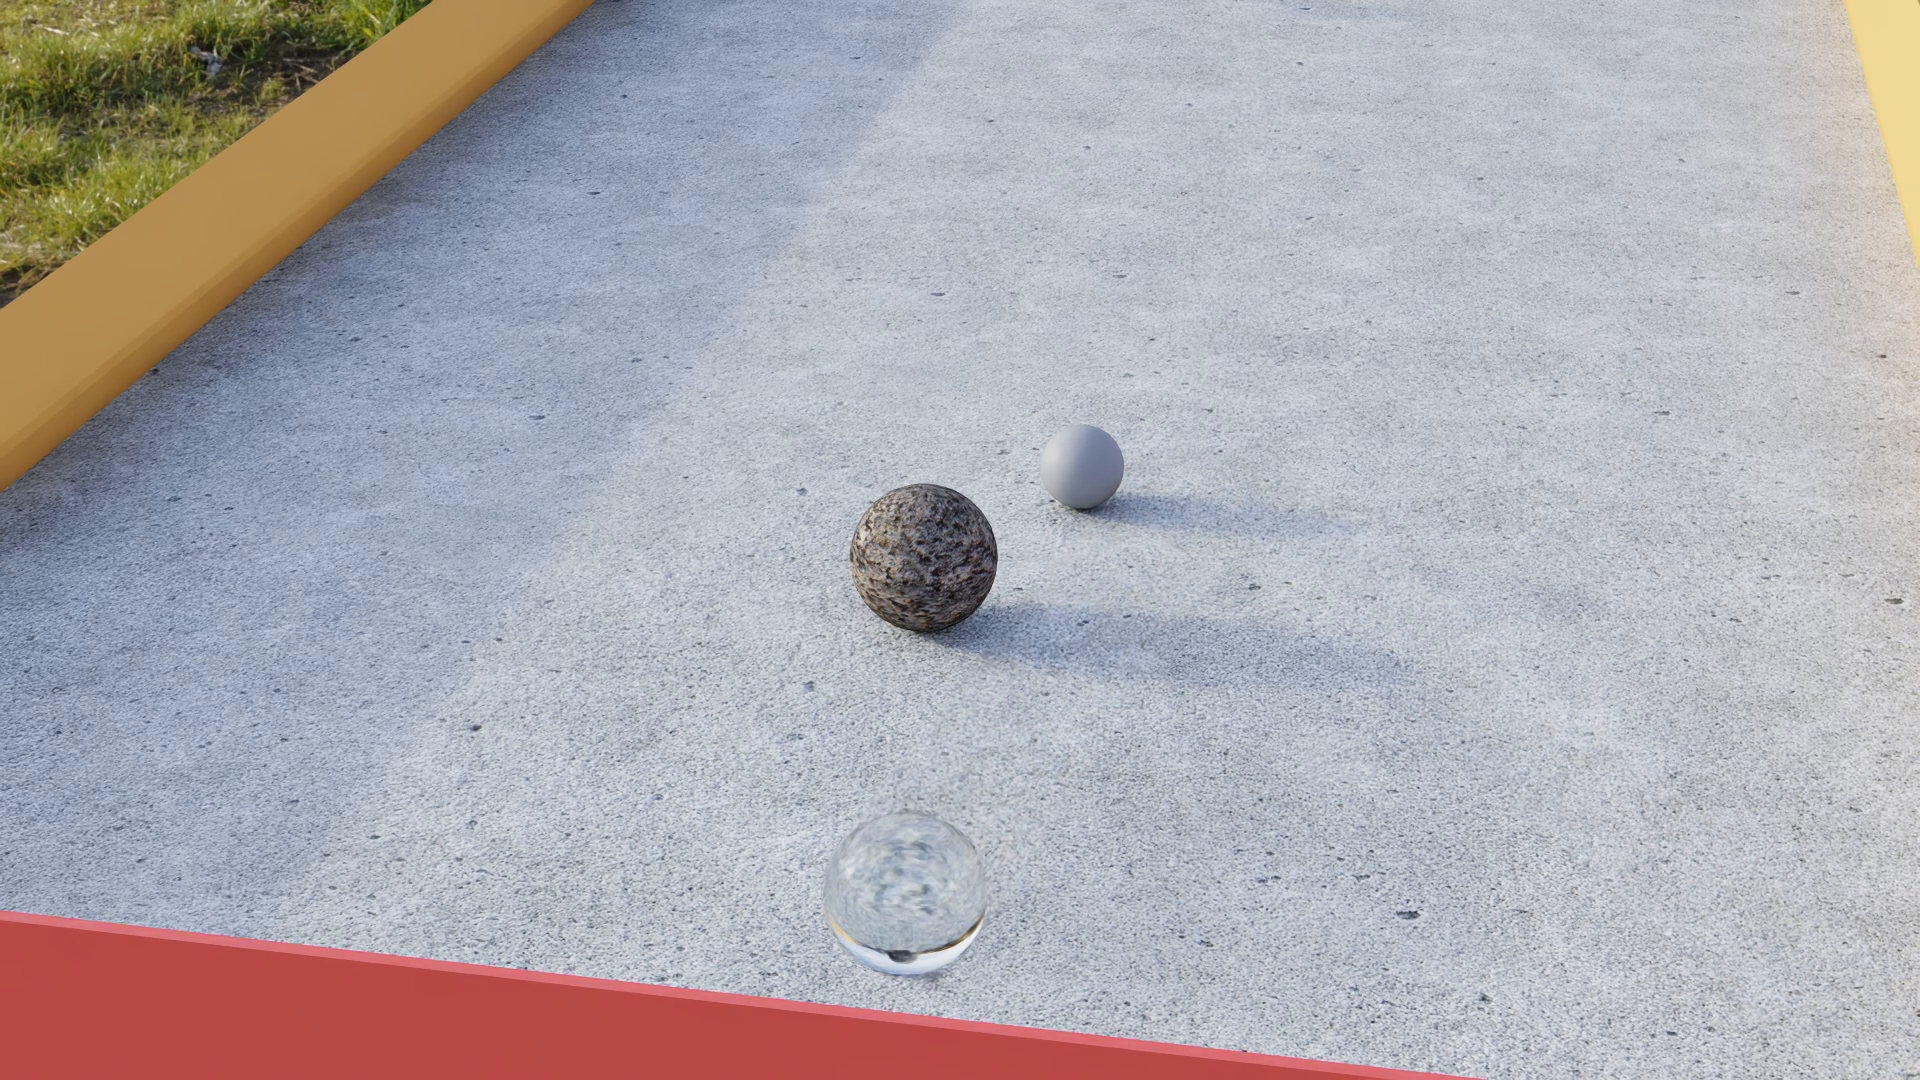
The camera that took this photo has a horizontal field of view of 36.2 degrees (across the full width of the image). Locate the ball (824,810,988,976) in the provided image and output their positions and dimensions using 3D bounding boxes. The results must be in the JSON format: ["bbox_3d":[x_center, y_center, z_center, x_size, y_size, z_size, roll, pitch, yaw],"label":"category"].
[{"bbox_3d":[-0.028,0.182,1.511,0.085,0.085,0.085,0,25,0],"label":"ball"}]

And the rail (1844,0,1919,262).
[{"bbox_3d":[0.788,-0.238,2.361,0.045,0.122,2.630,5,26,10],"label":"rail"}]

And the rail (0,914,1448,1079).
[{"bbox_3d":[-0.124,0.243,1.333,1.393,0.122,0.045,5,26,10],"label":"rail"}]

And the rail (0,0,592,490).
[{"bbox_3d":[-0.531,-0.350,2.599,0.045,0.122,2.630,5,26,10],"label":"rail"}]

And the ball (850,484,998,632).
[{"bbox_3d":[-0.023,0.011,1.864,0.094,0.094,0.094,0,25,0],"label":"ball"}]

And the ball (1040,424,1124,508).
[{"bbox_3d":[0.085,-0.051,2.039,0.059,0.059,0.059,0,25,0],"label":"ball"}]
